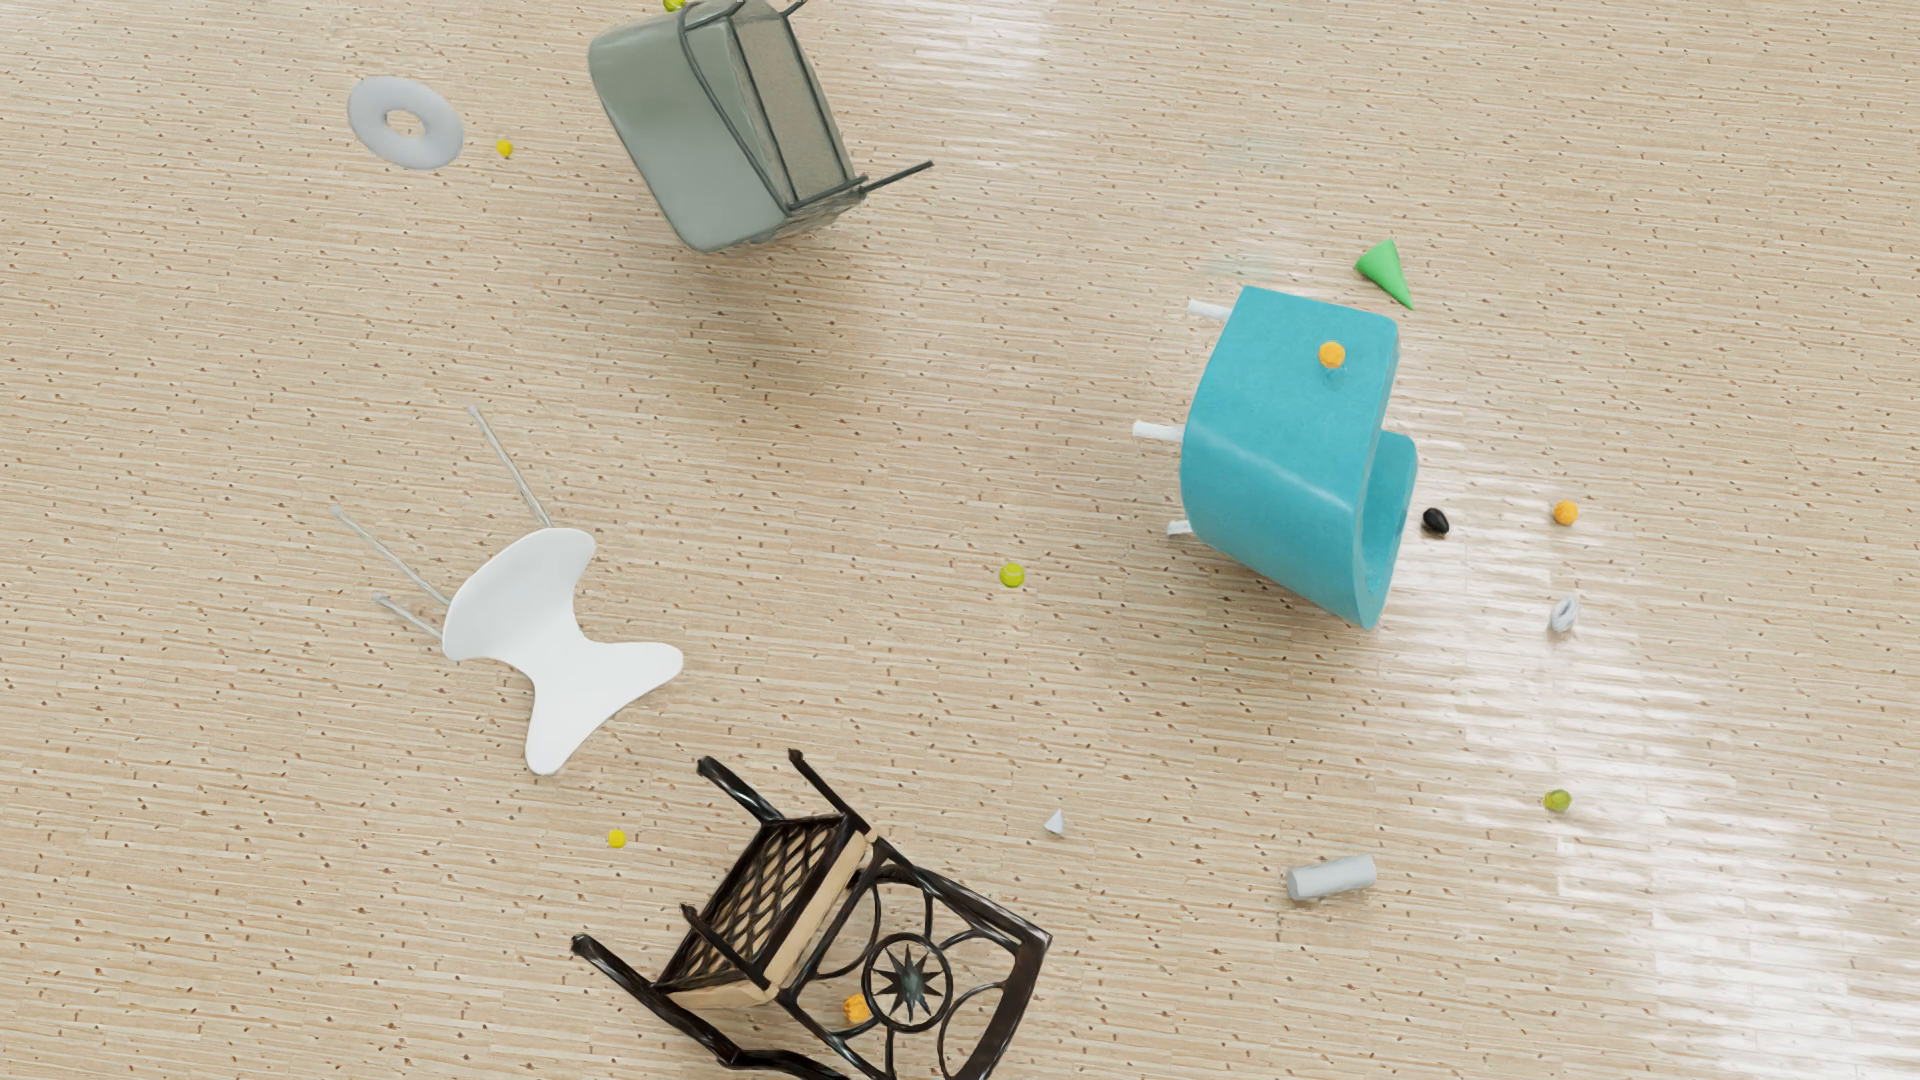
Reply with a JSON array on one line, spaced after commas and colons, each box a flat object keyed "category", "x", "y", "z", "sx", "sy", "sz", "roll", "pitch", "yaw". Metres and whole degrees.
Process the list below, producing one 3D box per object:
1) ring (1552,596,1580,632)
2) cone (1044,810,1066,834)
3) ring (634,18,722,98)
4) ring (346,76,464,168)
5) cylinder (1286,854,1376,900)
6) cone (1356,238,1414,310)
[{"category": "ring", "x": 1.759, "y": 0.216, "z": 6.389, "sx": 0.068, "sy": 0.048, "sz": 0.133, "roll": -2, "pitch": 37, "yaw": 44}, {"category": "cone", "x": 0.267, "y": 0.762, "z": 6.016, "sx": 0.062, "sy": 0.063, "sz": 0.047, "roll": 16, "pitch": 13, "yaw": 7}, {"category": "ring", "x": -0.954, "y": -1.635, "z": 7.458, "sx": 0.316, "sy": 0.146, "sz": 0.282, "roll": 27, "pitch": 41, "yaw": -24}, {"category": "ring", "x": -1.740, "y": -1.307, "z": 6.901, "sx": 0.378, "sy": 0.373, "sz": 0.059, "roll": -11, "pitch": 47, "yaw": 28}, {"category": "cylinder", "x": 0.997, "y": 0.906, "z": 5.903, "sx": 0.219, "sy": 0.109, "sz": 0.085, "roll": -10, "pitch": 80, "yaw": -7}, {"category": "cone", "x": 1.402, "y": -0.831, "z": 7.094, "sx": 0.151, "sy": 0.106, "sz": 0.241, "roll": -38, "pitch": 74, "yaw": 26}]
